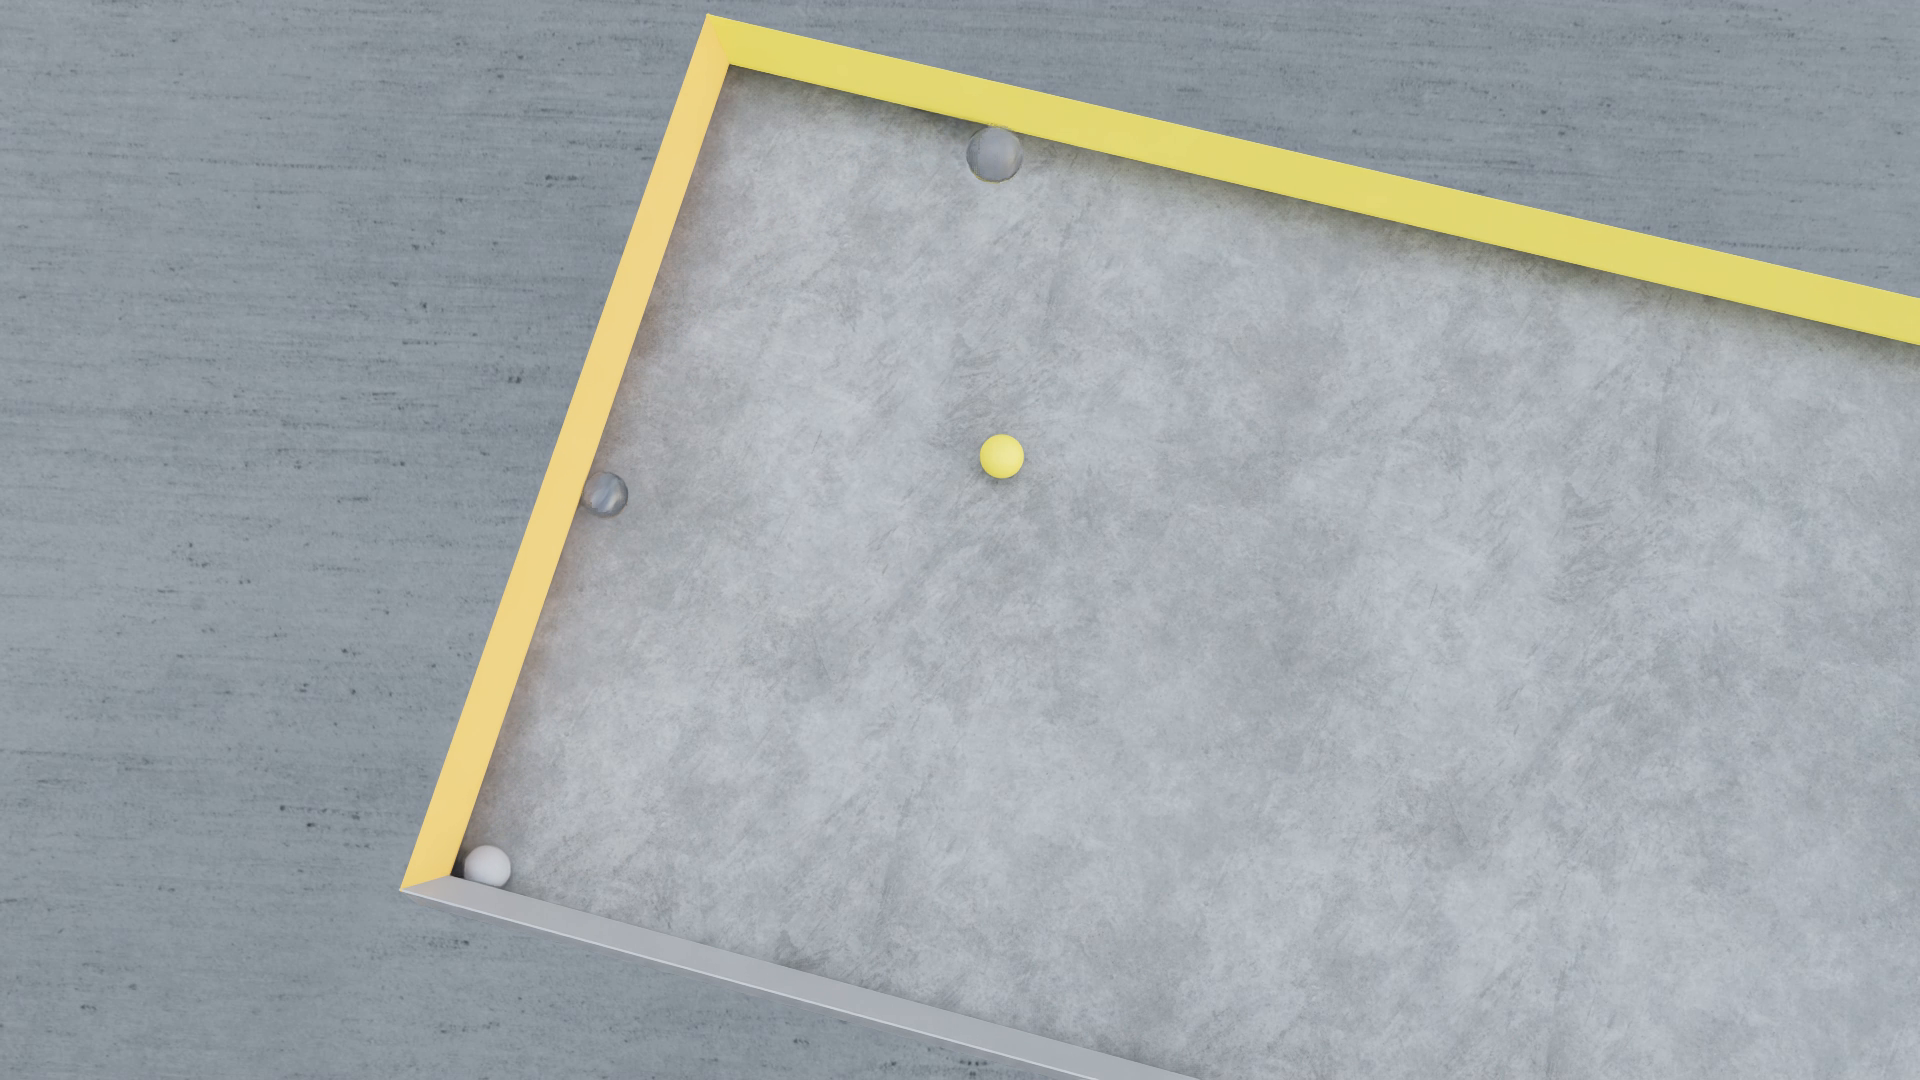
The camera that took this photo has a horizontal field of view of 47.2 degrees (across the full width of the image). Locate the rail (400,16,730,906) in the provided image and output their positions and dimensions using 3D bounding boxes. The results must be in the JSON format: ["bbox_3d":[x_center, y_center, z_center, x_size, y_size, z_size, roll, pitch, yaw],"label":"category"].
[{"bbox_3d":[-0.588,-0.157,3.445,0.045,0.121,1.501,14,72,5],"label":"rail"}]

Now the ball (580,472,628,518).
[{"bbox_3d":[-0.556,-0.070,3.441,0.074,0.074,0.074,0,71,0],"label":"ball"}]

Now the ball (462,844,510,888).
[{"bbox_3d":[-0.700,0.486,3.252,0.070,0.070,0.070,0,71,0],"label":"ball"}]

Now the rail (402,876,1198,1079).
[{"bbox_3d":[0.423,0.810,3.113,2.529,0.121,0.045,14,72,5],"label":"rail"}]

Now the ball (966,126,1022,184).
[{"bbox_3d":[0.057,-0.634,3.624,0.093,0.093,0.093,0,71,0],"label":"ball"}]

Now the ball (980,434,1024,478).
[{"bbox_3d":[0.066,-0.132,3.464,0.070,0.070,0.070,0,71,0],"label":"ball"}]

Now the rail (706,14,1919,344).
[{"bbox_3d":[0.799,-0.518,3.568,2.529,0.121,0.045,14,72,5],"label":"rail"}]
